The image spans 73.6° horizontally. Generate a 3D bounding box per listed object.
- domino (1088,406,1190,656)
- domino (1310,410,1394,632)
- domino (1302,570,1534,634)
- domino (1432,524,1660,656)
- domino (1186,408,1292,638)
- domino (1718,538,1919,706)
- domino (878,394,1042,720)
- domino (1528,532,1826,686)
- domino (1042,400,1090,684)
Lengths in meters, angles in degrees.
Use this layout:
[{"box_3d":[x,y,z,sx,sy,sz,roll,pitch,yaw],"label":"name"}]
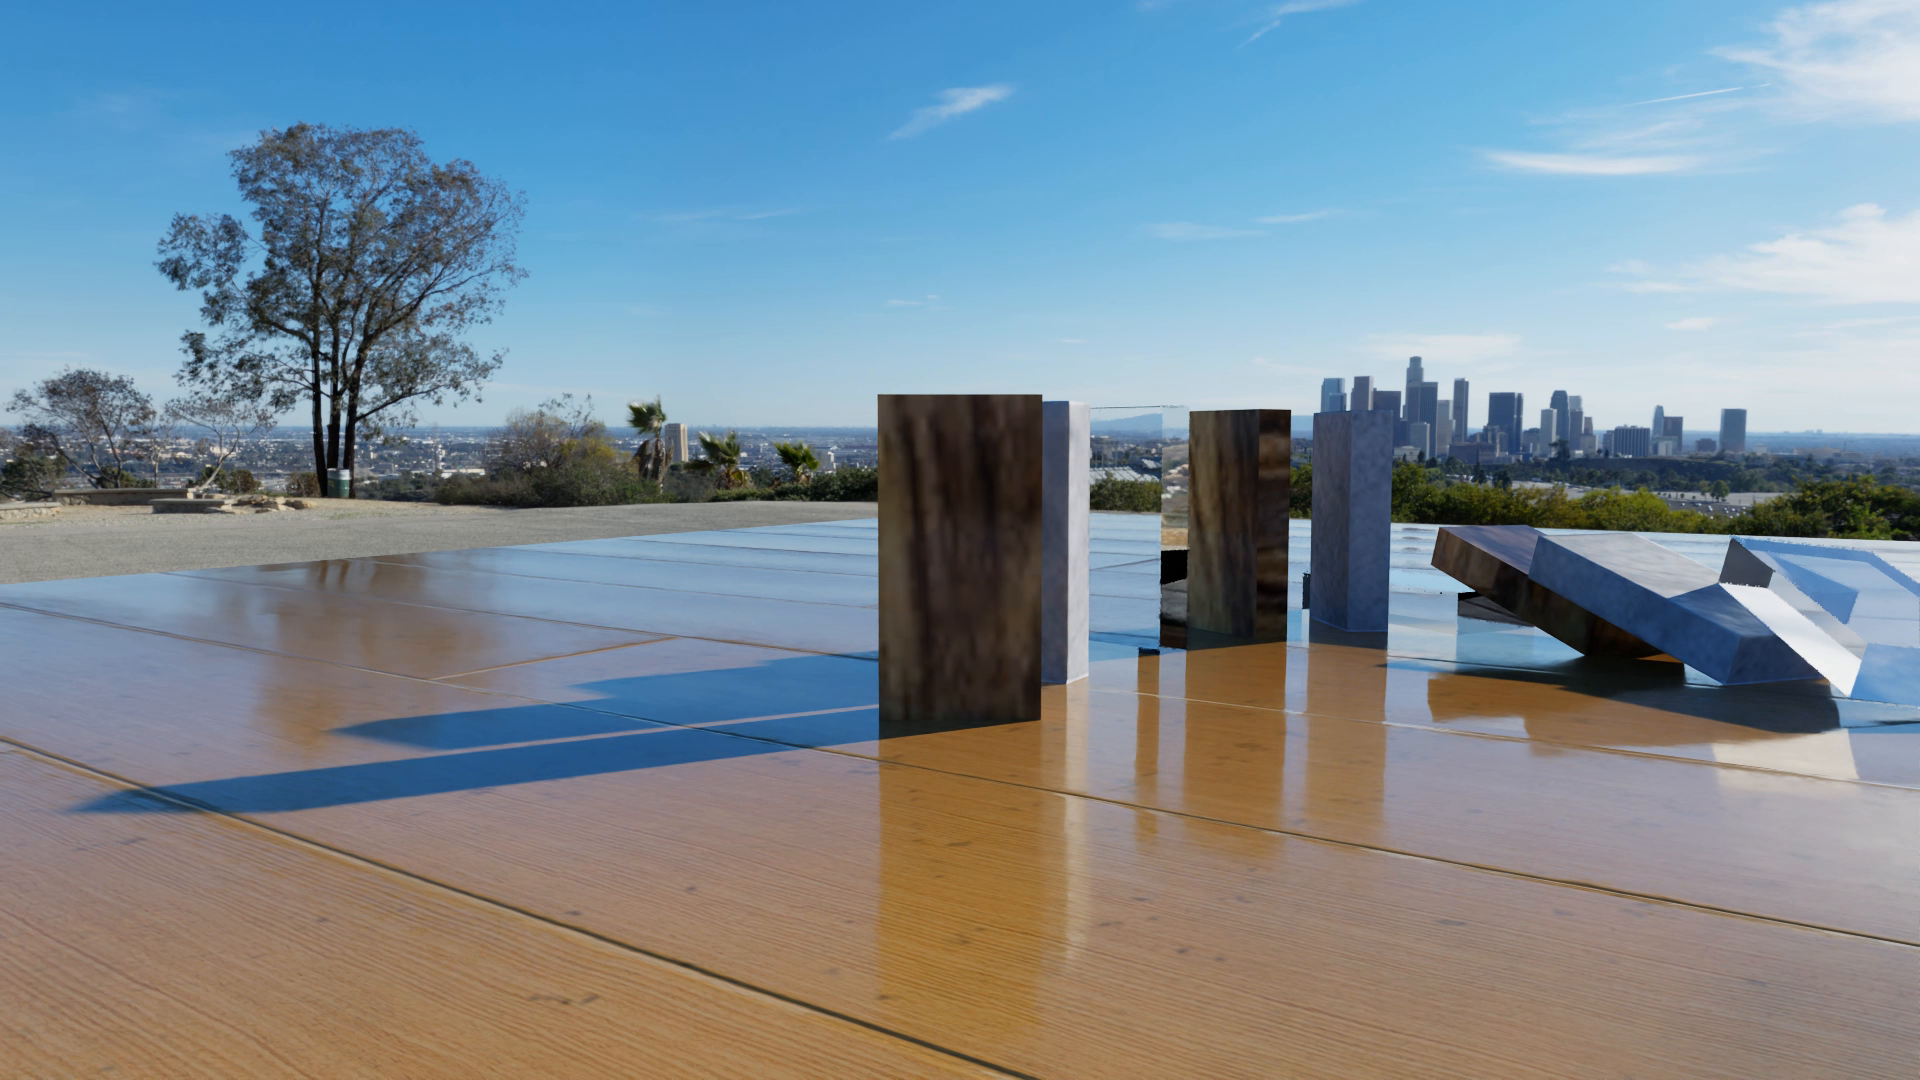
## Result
[{"box_3d":[0.035,-0.003,0.269,0.025,0.050,0.009,4,6,44],"label":"domino"},{"box_3d":[0.092,-0.005,0.301,0.009,0.050,0.025,0,4,-4],"label":"domino"},{"box_3d":[0.111,0.014,0.314,0.025,0.009,0.050,-2,5,-27],"label":"domino"},{"box_3d":[0.131,0.010,0.282,0.025,0.010,0.050,-1,21,-18],"label":"domino"},{"box_3d":[0.062,-0.004,0.291,0.010,0.050,0.025,-3,5,-32],"label":"domino"},{"box_3d":[0.156,0.014,0.222,0.025,0.009,0.050,7,20,6],"label":"domino"},{"box_3d":[0.000,0.002,0.201,0.025,0.050,0.009,0,4,0],"label":"domino"},{"box_3d":[0.139,0.012,0.251,0.025,0.009,0.050,-2,21,-18],"label":"domino"},{"box_3d":[0.010,0.000,0.236,0.025,0.050,0.009,2,5,29],"label":"domino"}]
